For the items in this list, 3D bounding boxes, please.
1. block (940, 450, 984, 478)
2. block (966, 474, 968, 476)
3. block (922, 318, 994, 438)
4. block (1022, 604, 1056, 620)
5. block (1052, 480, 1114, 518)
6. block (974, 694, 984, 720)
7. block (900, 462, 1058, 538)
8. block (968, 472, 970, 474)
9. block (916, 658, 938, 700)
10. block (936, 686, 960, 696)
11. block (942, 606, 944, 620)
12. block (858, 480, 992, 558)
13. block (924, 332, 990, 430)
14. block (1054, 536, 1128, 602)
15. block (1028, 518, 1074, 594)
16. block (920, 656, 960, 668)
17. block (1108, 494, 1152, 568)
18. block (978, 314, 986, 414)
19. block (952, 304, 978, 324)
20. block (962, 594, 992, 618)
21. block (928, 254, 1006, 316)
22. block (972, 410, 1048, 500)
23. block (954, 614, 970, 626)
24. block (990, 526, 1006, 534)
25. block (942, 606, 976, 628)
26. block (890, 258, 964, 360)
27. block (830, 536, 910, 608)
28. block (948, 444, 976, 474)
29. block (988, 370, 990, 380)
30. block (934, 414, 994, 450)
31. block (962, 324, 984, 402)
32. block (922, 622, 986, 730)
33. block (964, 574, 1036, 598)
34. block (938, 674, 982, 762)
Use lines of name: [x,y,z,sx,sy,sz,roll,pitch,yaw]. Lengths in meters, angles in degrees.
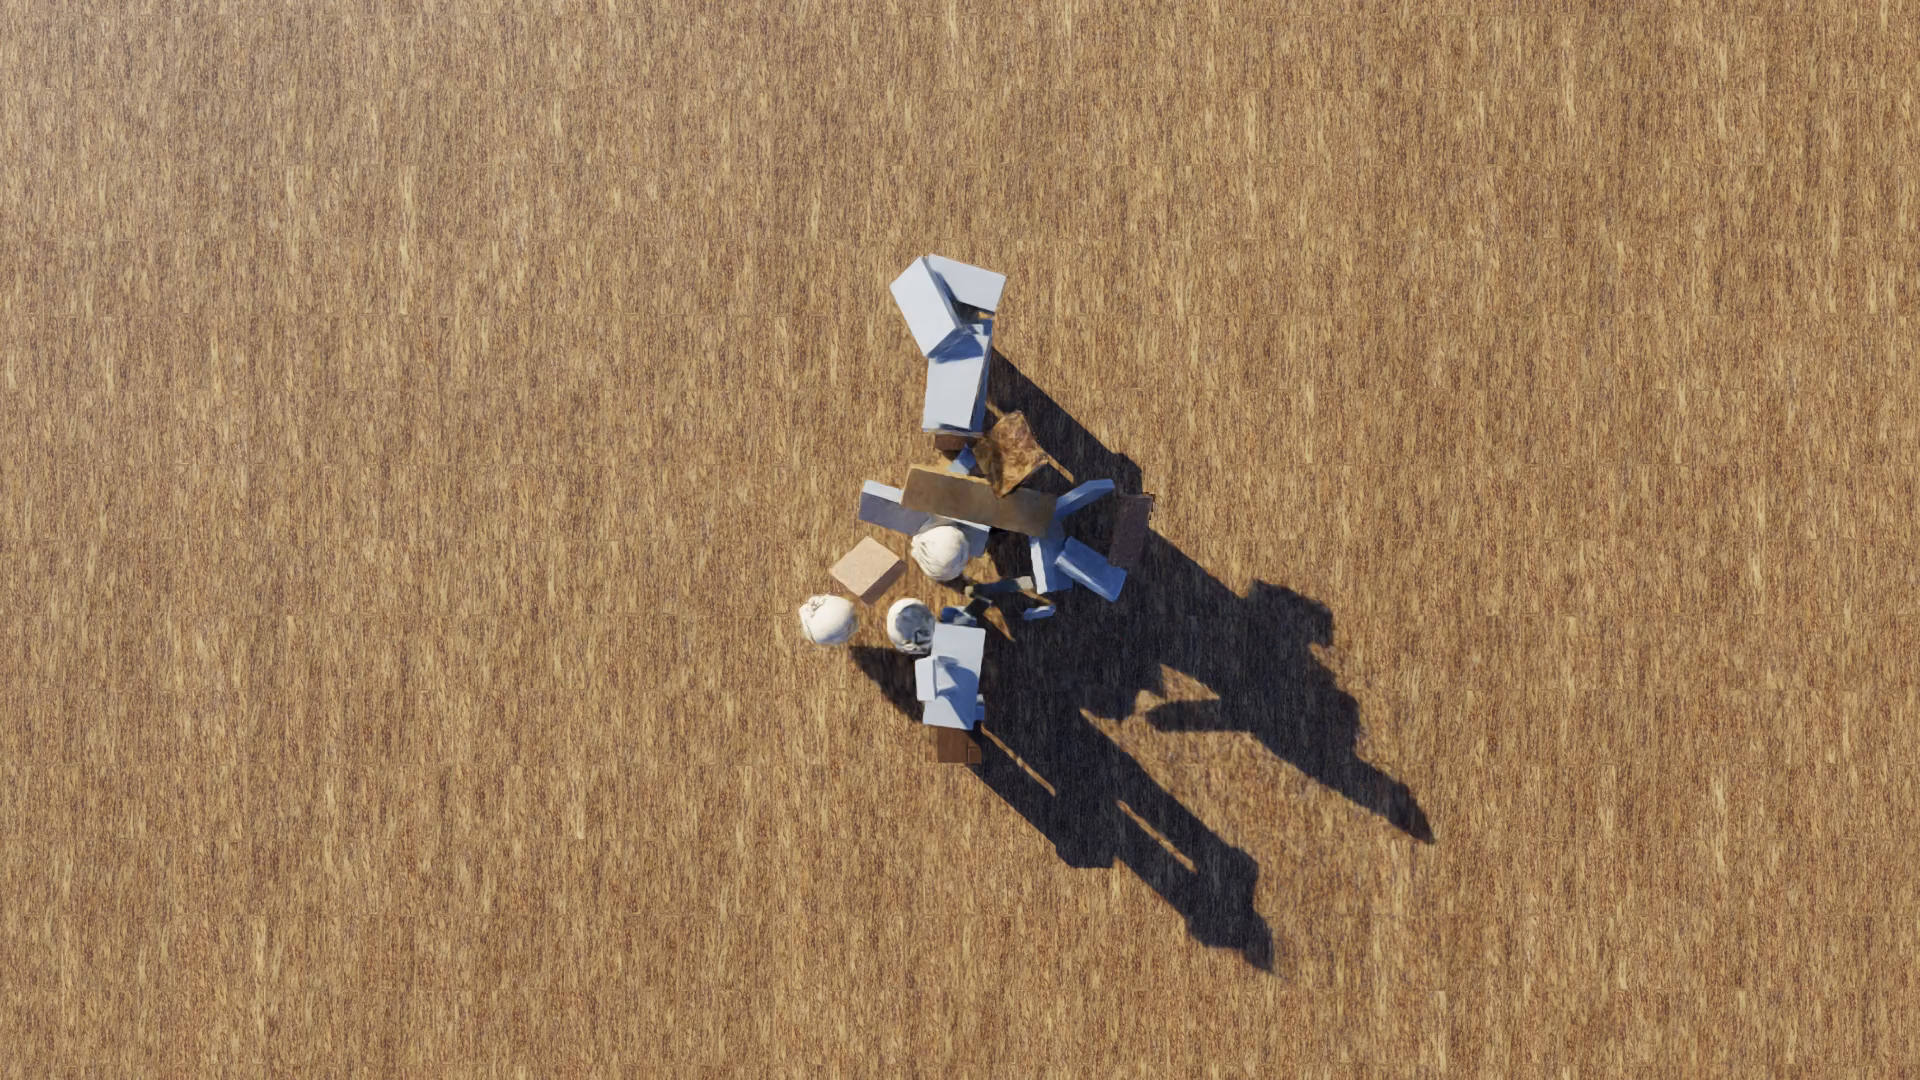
block: [0.007,-0.268,5.199,0.139,0.039,0.278,1,90,0]
block: [-0.005,-0.177,5.126,0.058,0.115,0.016,0,58,0]
block: [-0.005,-0.473,4.734,0.172,0.049,0.344,6,78,1]
block: [0.254,0.232,5.289,0.103,0.051,0.015,-10,63,-21]
block: [0.366,-0.128,5.192,0.228,0.114,0.032,-30,73,37]
block: [-0.001,0.508,5.032,0.149,0.298,0.042,0,92,0]
block: [0.056,-0.117,4.934,0.453,0.037,0.131,12,114,-10]
block: [0.001,-0.220,5.121,0.058,0.115,0.016,0,87,0]
block: [-0.097,0.399,4.723,0.058,0.016,0.115,-3,89,31]
block: [-0.056,0.439,4.776,0.058,0.115,0.016,-6,91,30]
block: [-0.005,0.241,5.392,0.107,0.214,0.030,0,92,0]
block: [-0.111,-0.066,5.259,0.419,0.169,0.048,18,58,3]
block: [-0.008,-0.451,4.625,0.131,0.037,0.262,12,88,10]
block: [0.419,0.093,5.281,0.228,0.032,0.114,32,55,-10]
block: [0.283,0.024,5.270,0.040,0.140,0.279,-10,89,40]
block: [-0.057,0.352,4.776,0.058,0.115,0.016,-15,73,30]
block: [0.537,-0.029,5.209,0.032,0.114,0.228,22,107,43]
block: [-0.001,-0.539,5.145,0.165,0.047,0.330,0,90,0]
block: [-0.003,-0.653,4.732,0.114,0.032,0.228,4,76,1]
block: [0.055,0.209,5.206,0.051,0.103,0.015,28,52,-12]
block: [0.007,-0.730,4.717,0.228,0.032,0.114,17,77,3]
block: [0.136,-0.238,4.690,0.048,0.338,0.169,-26,85,-20]
block: [0.005,0.263,5.166,0.051,0.177,0.015,7,99,0]
block: [0.131,-0.046,5.356,0.279,0.139,0.040,-10,90,40]
block: [-0.005,0.320,5.270,0.107,0.030,0.214,4,90,0]
block: [-0.095,-0.653,4.640,0.131,0.037,0.262,-40,61,28]
block: [-0.284,0.094,5.096,0.169,0.338,0.048,-44,113,-7]
block: [0.011,-0.234,5.039,0.058,0.016,0.115,36,115,-5]
block: [0.003,-0.530,4.948,0.172,0.344,0.049,1,80,0]
block: [0.011,-0.325,4.977,0.172,0.403,0.049,0,86,0]
block: [0.000,-0.497,4.668,0.114,0.032,0.228,5,88,3]
block: [-0.017,0.401,4.861,0.149,0.042,0.298,7,90,0]
block: [0.167,0.144,5.357,0.279,0.140,0.040,-11,90,40]
block: [-0.001,0.561,5.201,0.139,0.040,0.279,0,90,0]
